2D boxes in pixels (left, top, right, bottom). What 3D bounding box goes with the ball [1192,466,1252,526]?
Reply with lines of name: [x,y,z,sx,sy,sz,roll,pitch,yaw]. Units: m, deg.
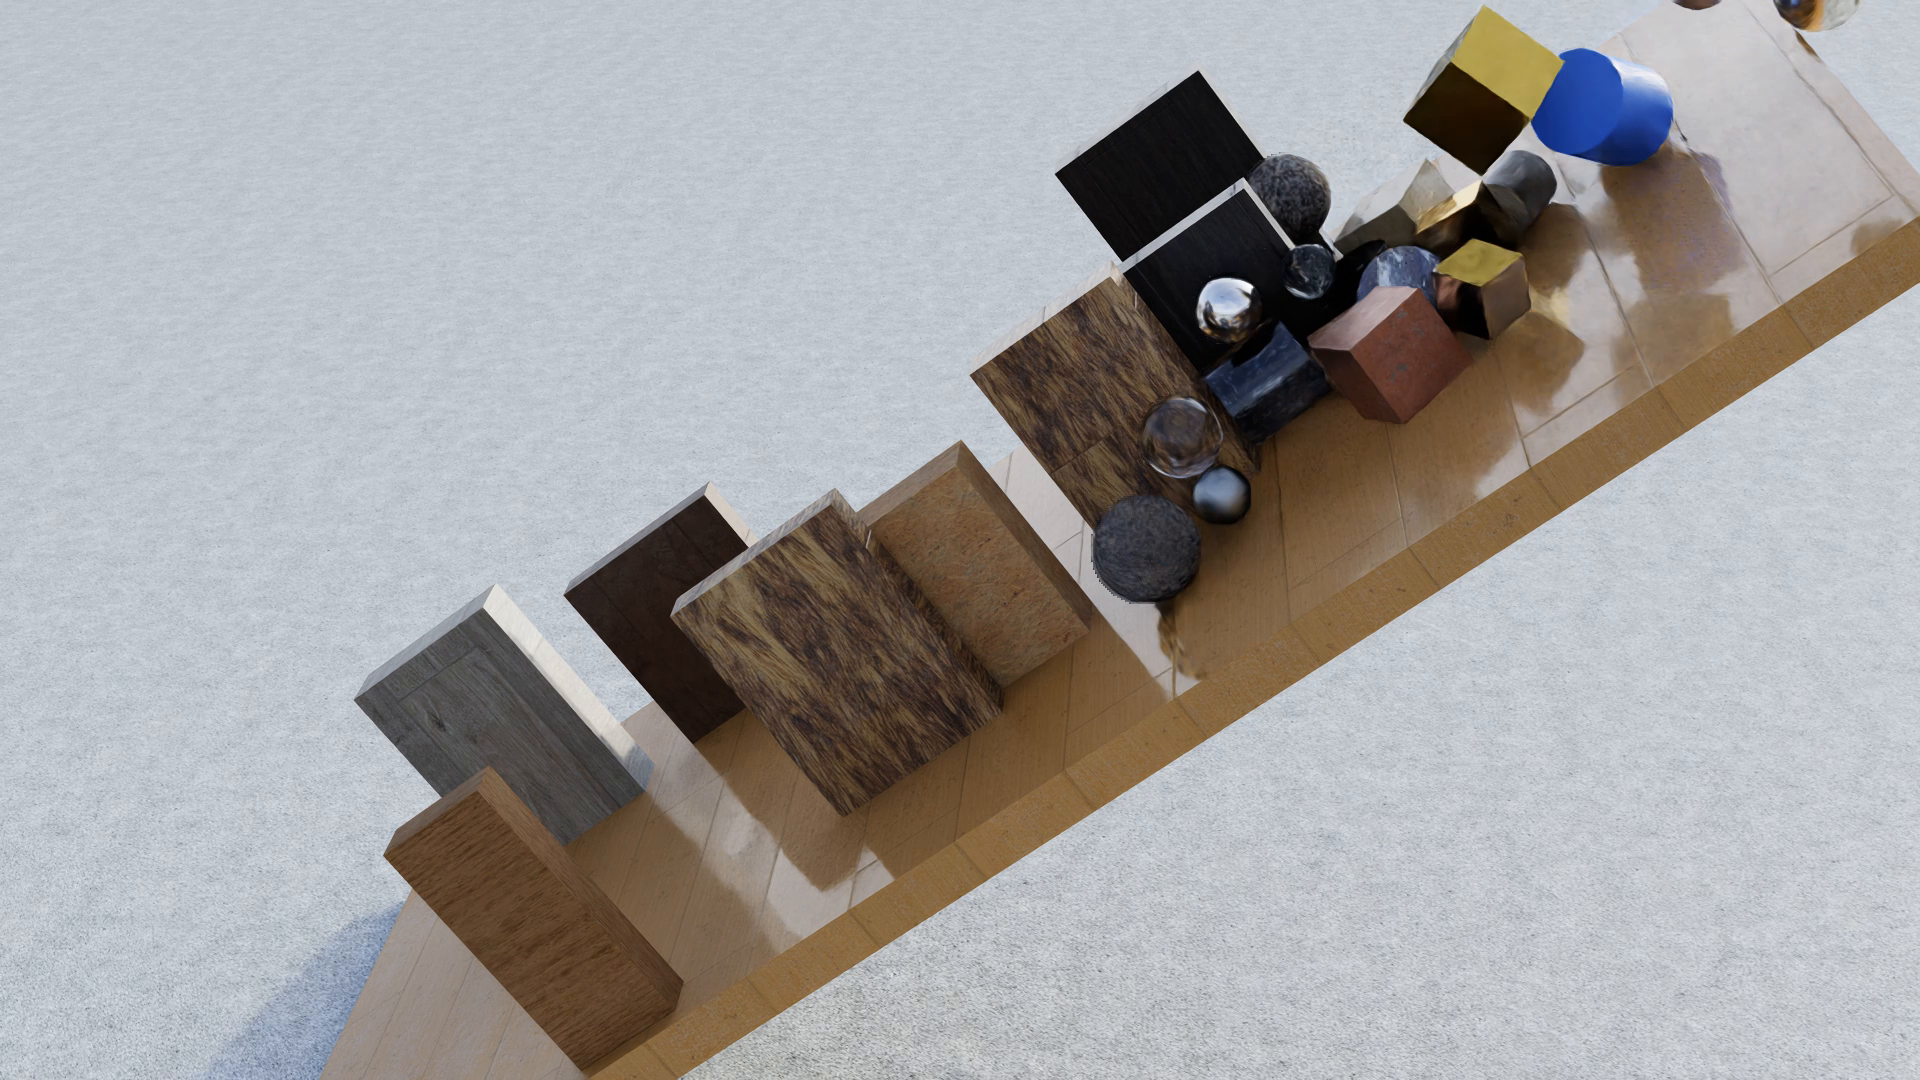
ball: [0.515,-0.088,5.782,0.117,0.117,0.117,0,23,0]

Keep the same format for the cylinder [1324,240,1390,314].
cylinder: [0.857,-0.508,6.090,0.164,0.164,0.164,-36,15,12]

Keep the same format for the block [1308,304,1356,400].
block: [0.794,-0.381,5.960,0.122,0.122,0.122,-35,16,15]

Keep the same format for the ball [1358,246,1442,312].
ball: [0.894,-0.491,5.890,0.195,0.195,0.195,0,23,0]

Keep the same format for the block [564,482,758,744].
block: [-0.611,0.175,6.936,0.433,0.479,0.084,-34,16,17]

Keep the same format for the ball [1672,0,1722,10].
ball: [1.374,-1.059,5.474,0.142,0.142,0.142,0,23,0]

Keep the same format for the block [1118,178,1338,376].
block: [0.552,-0.464,6.169,0.410,0.429,0.083,-34,16,17]

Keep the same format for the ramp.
ramp: [0.128,0.180,6.324,4.000,0.100,2.000,-34,16,17]

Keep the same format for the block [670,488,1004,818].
block: [-0.239,0.228,5.816,0.404,0.546,0.090,-34,16,17]

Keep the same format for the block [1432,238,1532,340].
block: [1.001,-0.481,5.648,0.124,0.124,0.124,-37,39,-25]

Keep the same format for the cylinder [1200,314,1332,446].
cylinder: [0.629,-0.328,6.044,0.196,0.196,0.196,-37,23,7]

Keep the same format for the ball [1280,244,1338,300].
ball: [0.713,-0.549,6.014,0.115,0.115,0.115,0,23,0]

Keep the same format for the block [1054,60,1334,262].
block: [0.546,-0.771,6.835,0.408,0.539,0.099,-34,16,17]

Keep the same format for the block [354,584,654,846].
block: [-1.083,0.459,7.012,0.411,0.589,0.141,-34,16,17]

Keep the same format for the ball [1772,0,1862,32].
ball: [1.737,-1.122,5.953,0.186,0.186,0.186,0,23,0]

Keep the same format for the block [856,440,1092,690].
block: [-0.031,0.101,5.902,0.409,0.437,0.144,-34,16,17]

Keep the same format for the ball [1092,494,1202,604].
ball: [0.360,0.017,5.670,0.209,0.209,0.209,0,23,0]

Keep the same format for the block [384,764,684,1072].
block: [-0.816,0.730,5.656,0.240,0.584,0.105,-34,16,17]

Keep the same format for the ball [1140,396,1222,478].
ball: [0.431,-0.202,5.745,0.162,0.162,0.162,0,23,0]

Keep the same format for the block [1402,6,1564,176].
block: [1.024,-0.879,5.758,0.192,0.192,0.192,35,54,-2]

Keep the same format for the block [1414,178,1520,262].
block: [1.028,-0.615,5.971,0.146,0.146,0.146,-30,13,25]

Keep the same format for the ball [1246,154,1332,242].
ball: [0.713,-0.744,6.413,0.191,0.191,0.191,0,23,0]

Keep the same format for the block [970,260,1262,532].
block: [0.317,-0.256,5.966,0.351,0.512,0.110,-34,16,17]

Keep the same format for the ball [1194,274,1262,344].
ball: [0.545,-0.469,5.969,0.139,0.139,0.139,0,23,0]

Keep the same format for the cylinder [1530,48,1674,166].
cylinder: [1.279,-0.861,5.869,0.208,0.208,0.208,20,12,39]

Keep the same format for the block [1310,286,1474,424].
block: [0.833,-0.359,5.688,0.185,0.185,0.185,-42,16,-9]

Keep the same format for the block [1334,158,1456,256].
block: [0.944,-0.645,6.201,0.189,0.189,0.189,-30,17,44]
